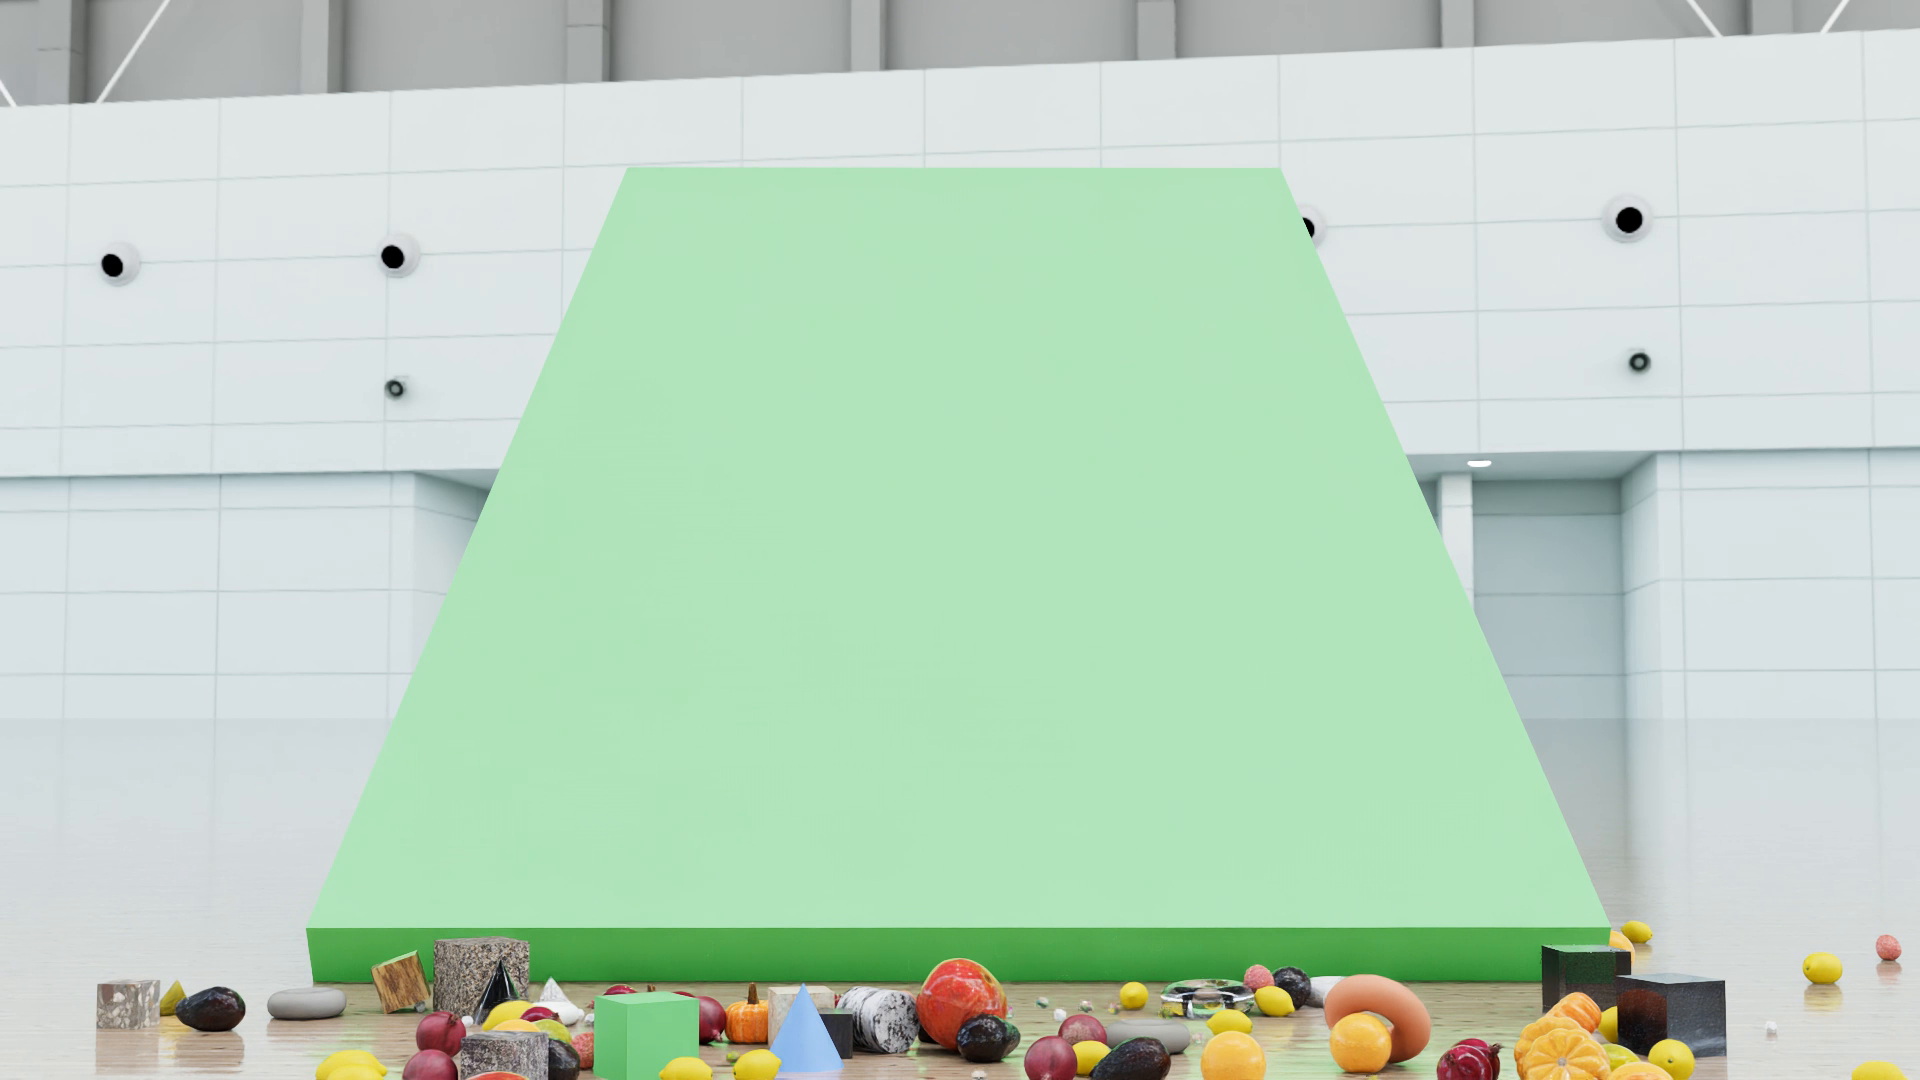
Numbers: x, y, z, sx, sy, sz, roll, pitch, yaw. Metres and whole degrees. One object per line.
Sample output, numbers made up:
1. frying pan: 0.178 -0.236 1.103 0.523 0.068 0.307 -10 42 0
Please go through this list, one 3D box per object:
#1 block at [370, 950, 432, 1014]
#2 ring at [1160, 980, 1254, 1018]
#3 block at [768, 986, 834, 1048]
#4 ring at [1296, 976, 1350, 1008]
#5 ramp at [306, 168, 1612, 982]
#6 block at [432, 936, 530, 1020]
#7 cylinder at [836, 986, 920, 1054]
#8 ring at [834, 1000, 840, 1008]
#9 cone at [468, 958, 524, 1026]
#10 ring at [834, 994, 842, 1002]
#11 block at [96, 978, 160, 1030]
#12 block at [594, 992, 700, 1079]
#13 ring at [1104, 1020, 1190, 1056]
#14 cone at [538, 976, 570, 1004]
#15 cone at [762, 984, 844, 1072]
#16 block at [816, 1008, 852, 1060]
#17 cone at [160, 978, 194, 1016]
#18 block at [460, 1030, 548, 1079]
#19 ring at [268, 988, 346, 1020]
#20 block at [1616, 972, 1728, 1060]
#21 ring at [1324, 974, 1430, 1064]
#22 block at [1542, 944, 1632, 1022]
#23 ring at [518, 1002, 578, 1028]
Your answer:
1. block: -0.781 0.617 3.284 0.064 0.064 0.064 -18 -1 -11
2. ring: 0.342 0.633 3.245 0.130 0.043 0.130 -1 -4 0
3. block: -0.198 0.595 2.924 0.071 0.071 0.071 1 -4 -14
4. ring: 0.534 0.644 3.345 0.110 0.037 0.110 -1 -3 0
5. ramp: -0.009 -0.229 5.426 2.000 0.100 4.000 0 26 0
6. block: -0.665 0.606 3.265 0.099 0.099 0.099 3 -5 -35
7. cylinder: -0.102 0.592 2.906 0.075 0.075 0.075 4 -6 -43
8. ring: -0.135 0.631 3.133 0.093 0.031 0.093 1 -3 0
9. cone: -0.620 0.607 3.172 0.085 0.085 0.085 0 -4 0
10. ring: -0.181 0.638 3.216 0.088 0.029 0.088 1 -5 0
11. block: -1.105 0.616 3.124 0.058 0.058 0.058 -1 -4 9
12. block: -0.359 0.569 2.693 0.089 0.089 0.089 3 -5 -33
13. ring: 0.230 0.611 2.894 0.106 0.035 0.106 0 -5 0
14. cone: -0.556 0.643 3.266 0.056 0.056 0.056 27 -7 -4
15. cone: -0.185 0.571 2.772 0.098 0.098 0.098 0 -4 0
16. block: -0.158 0.599 2.854 0.054 0.054 0.054 0 -4 -4
17. cone: -1.088 0.640 3.227 0.057 0.057 0.057 -27 6 -21
18. block: -0.489 0.567 2.527 0.069 0.069 0.069 -1 -4 15
19. ring: -0.895 0.636 3.225 0.106 0.035 0.106 -1 -4 0
20. block: 0.871 0.582 2.880 0.091 0.091 0.091 2 -5 -24
21. ring: 0.492 0.565 2.776 0.128 0.128 0.043 -3 34 31
22. block: 0.860 0.607 3.227 0.092 0.092 0.092 0 -4 -6
23. ring: -0.549 0.634 3.138 0.081 0.027 0.081 0 -3 0
